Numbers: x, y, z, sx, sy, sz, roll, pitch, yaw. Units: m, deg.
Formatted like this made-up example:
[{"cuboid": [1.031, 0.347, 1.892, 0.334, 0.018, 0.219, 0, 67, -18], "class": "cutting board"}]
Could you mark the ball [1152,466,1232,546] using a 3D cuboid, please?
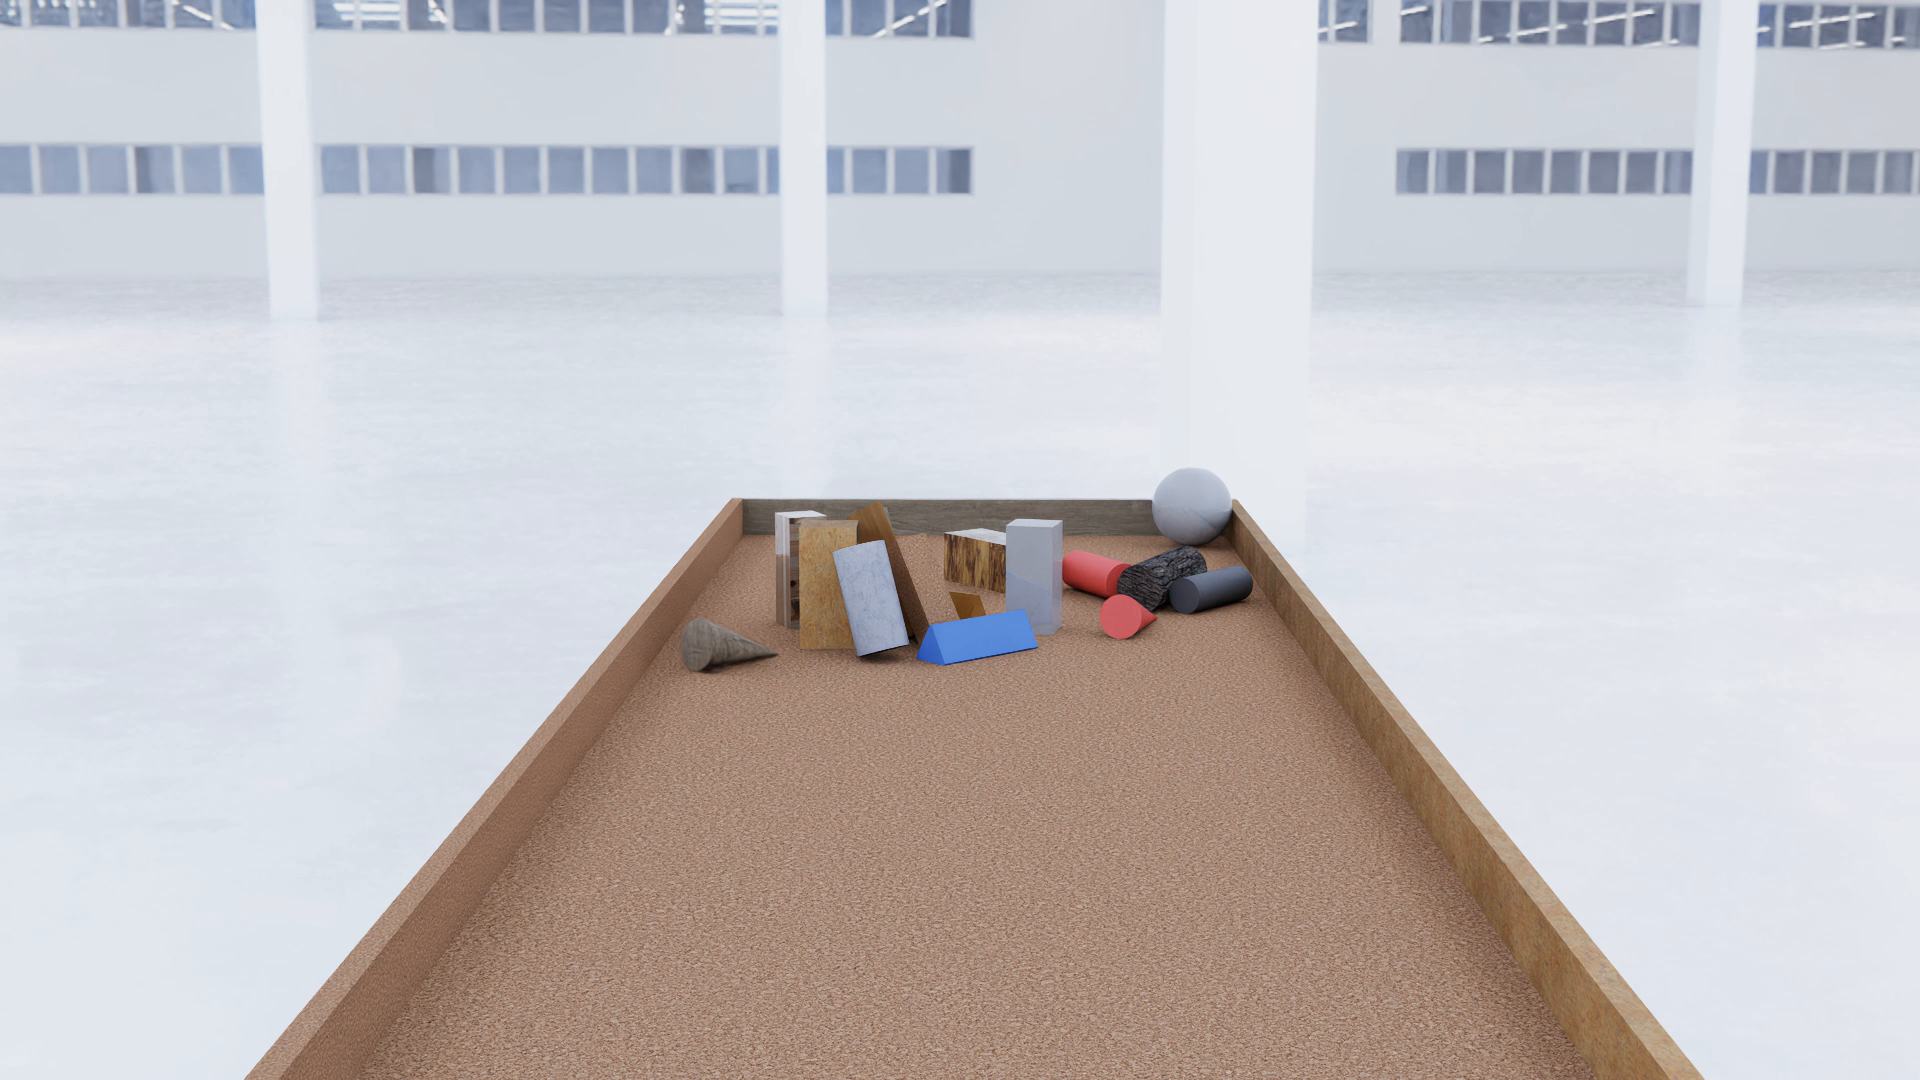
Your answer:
[{"cuboid": [0.931, -0.134, 8.828, 0.321, 0.321, 0.321, 0, 9, 0], "class": "ball"}]

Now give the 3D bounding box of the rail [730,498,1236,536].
[{"cuboid": [0.099, -0.098, 9.147, 2.100, 0.150, 0.050, 0, 9, 1], "class": "rail"}]

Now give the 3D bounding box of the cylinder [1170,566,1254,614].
[{"cuboid": [0.864, 0.169, 7.552, 0.123, 0.123, 0.333, 8, 12, 39], "class": "cylinder"}]

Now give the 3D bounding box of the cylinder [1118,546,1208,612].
[{"cuboid": [0.705, 0.134, 7.635, 0.166, 0.166, 0.447, 4, 10, 25], "class": "cylinder"}]

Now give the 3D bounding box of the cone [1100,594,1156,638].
[{"cuboid": [0.587, 0.253, 7.190, 0.142, 0.142, 0.373, 4, -1, 24], "class": "cone"}]

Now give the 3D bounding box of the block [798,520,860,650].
[{"cuboid": [-0.410, 0.138, 6.917, 0.178, 0.380, 0.178, 0, 9, 0], "class": "block"}]

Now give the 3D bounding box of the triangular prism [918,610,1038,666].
[{"cuboid": [0.056, 0.292, 6.782, 0.386, 0.114, 0.131, -8, 12, -41], "class": "triangular prism"}]

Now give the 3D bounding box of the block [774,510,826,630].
[{"cuboid": [-0.521, 0.097, 7.227, 0.131, 0.367, 0.131, -4, 10, -25], "class": "block"}]

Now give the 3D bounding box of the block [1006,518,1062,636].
[{"cuboid": [0.241, 0.119, 7.136, 0.153, 0.352, 0.153, 2, 9, 14], "class": "block"}]

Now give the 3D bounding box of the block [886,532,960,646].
[{"cuboid": [-0.118, 0.156, 6.920, 0.109, 0.328, 0.109, -13, -17, -30], "class": "block"}]

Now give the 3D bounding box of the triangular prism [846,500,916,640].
[{"cuboid": [-0.210, 0.103, 7.064, 0.121, 0.441, 0.105, -26, -12, 9], "class": "triangular prism"}]

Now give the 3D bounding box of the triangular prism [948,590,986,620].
[{"cuboid": [-0.087, 0.212, 7.341, 0.362, 0.098, 0.114, 6, 11, 35], "class": "triangular prism"}]

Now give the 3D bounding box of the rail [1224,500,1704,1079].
[{"cuboid": [1.046, 0.843, 3.208, 0.050, 0.150, 12.000, 0, 9, 1], "class": "rail"}]

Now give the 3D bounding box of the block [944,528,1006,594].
[{"cuboid": [0.140, 0.078, 7.960, 0.175, 0.175, 0.429, -7, 11, -36], "class": "block"}]

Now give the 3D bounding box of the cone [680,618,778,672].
[{"cuboid": [-0.668, 0.332, 6.667, 0.157, 0.157, 0.332, 9, -1, 45], "class": "cone"}]

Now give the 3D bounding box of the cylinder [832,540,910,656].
[{"cuboid": [-0.272, 0.179, 6.718, 0.164, 0.328, 0.164, -14, -4, -1], "class": "cylinder"}]

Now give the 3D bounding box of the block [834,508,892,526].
[{"cuboid": [-0.286, 0.089, 7.208, 0.128, 0.366, 0.128, -16, -4, 42], "class": "block"}]

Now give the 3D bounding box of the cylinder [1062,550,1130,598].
[{"cuboid": [0.493, 0.126, 7.777, 0.137, 0.137, 0.325, -4, 10, -26], "class": "cylinder"}]

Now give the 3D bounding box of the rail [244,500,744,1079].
[{"cuboid": [-1.004, 0.839, 3.234, 0.050, 0.150, 12.000, 0, 9, 1], "class": "rail"}]
